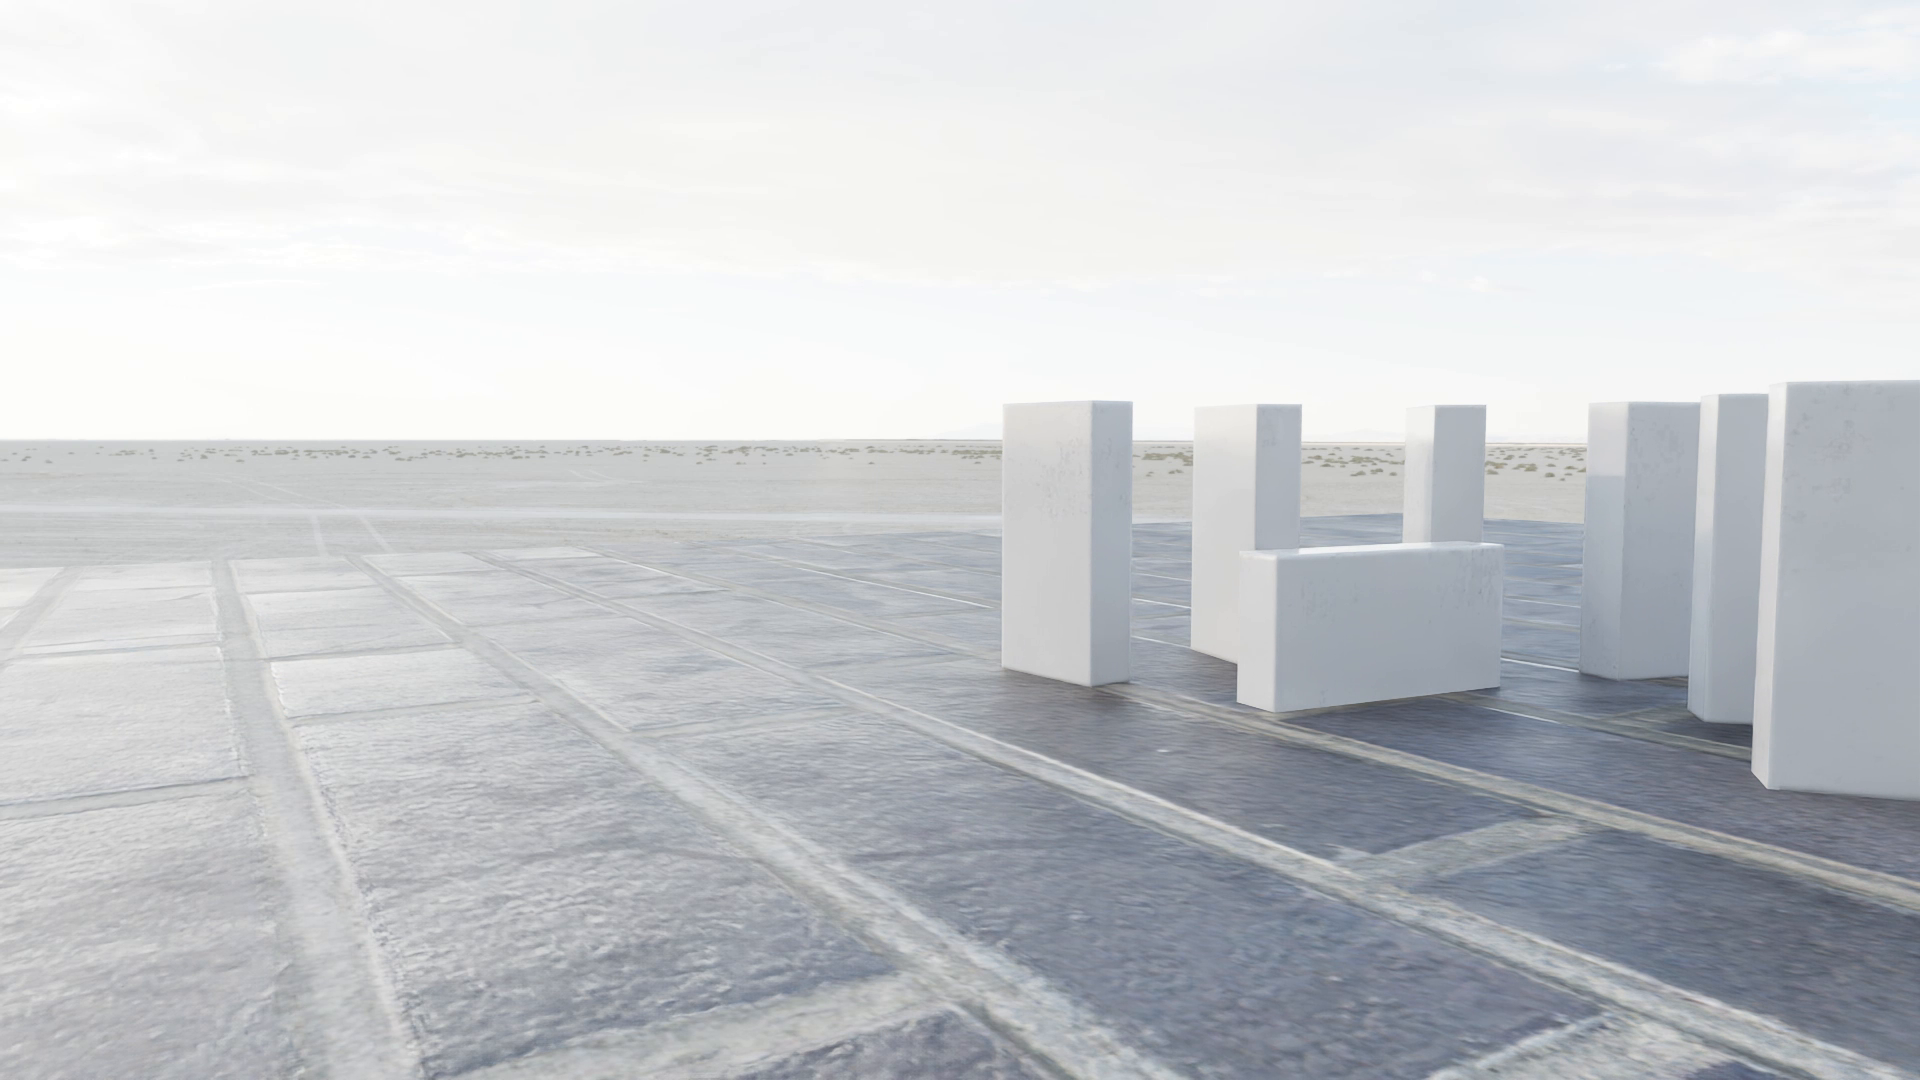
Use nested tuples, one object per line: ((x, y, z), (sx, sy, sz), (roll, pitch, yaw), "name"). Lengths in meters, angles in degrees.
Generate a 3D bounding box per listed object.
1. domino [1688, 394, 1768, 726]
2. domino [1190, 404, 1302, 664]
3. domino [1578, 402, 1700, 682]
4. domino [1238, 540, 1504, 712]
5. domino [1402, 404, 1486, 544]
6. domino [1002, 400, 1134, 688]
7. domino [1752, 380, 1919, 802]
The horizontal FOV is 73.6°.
((0.127, 0.003, 0.195), (0.025, 0.050, 0.010), (1, 4, 16), "domino")
((0.056, -0.001, 0.254), (0.010, 0.050, 0.025), (-1, 4, -17), "domino")
((0.129, 0.000, 0.236), (0.025, 0.050, 0.010), (-1, 4, -17), "domino")
((0.070, 0.014, 0.218), (0.050, 0.025, 0.009), (-2, 5, -26), "domino")
((0.097, -0.002, 0.259), (0.010, 0.050, 0.025), (1, 4, 7), "domino")
((0.019, 0.000, 0.235), (0.010, 0.050, 0.025), (-3, 5, -37), "domino")
((0.113, 0.006, 0.156), (0.025, 0.050, 0.009), (2, 5, 21), "domino")
